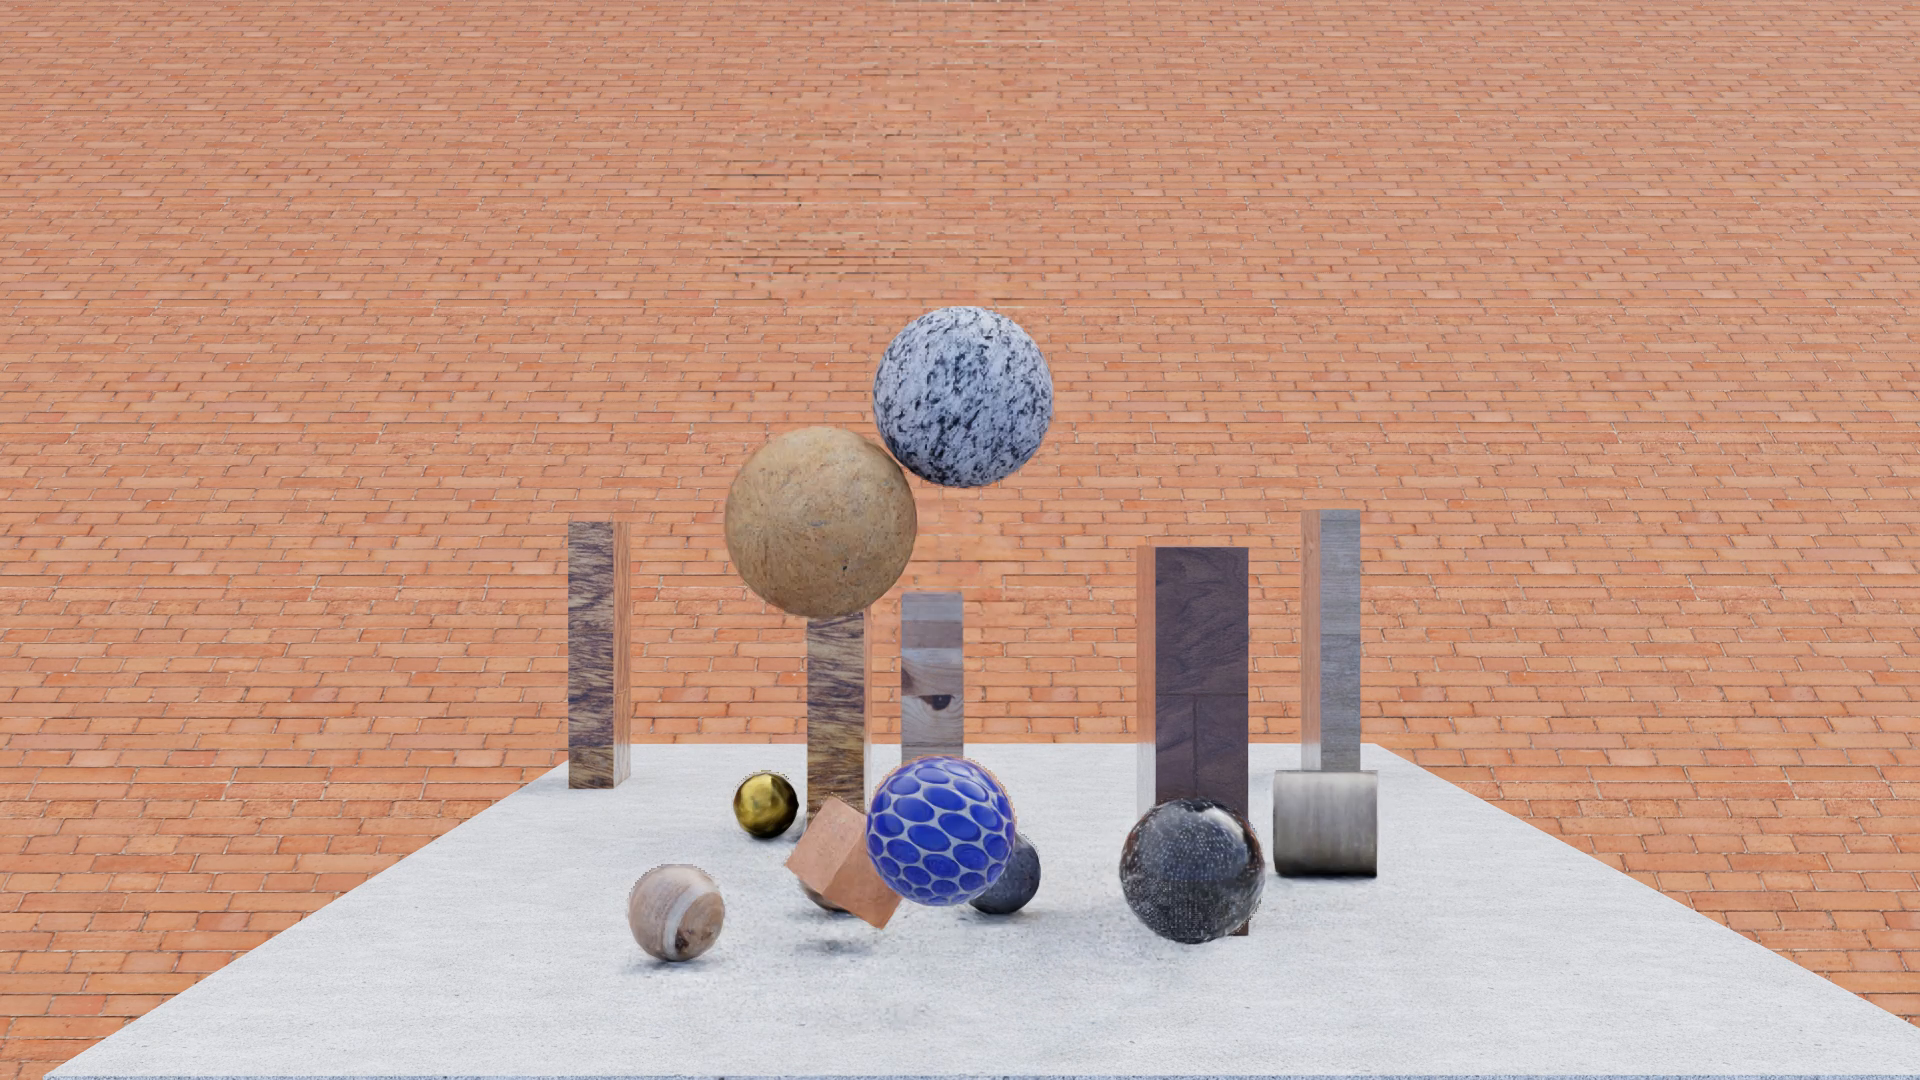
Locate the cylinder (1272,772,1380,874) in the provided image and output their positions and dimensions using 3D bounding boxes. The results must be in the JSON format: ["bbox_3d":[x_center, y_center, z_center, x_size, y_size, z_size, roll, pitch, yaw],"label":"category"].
[{"bbox_3d":[0.588,0.453,4.145,0.162,0.162,0.162,-1,28,11],"label":"cylinder"}]

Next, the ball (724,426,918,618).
[{"bbox_3d":[-0.136,-0.018,2.530,0.189,0.189,0.189,0,29,0],"label":"ball"}]

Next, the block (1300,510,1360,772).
[{"bbox_3d":[0.826,0.229,5.774,0.086,0.595,0.325,0,0,0],"label":"block"}]

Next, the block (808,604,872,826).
[{"bbox_3d":[-0.220,0.264,4.774,0.101,0.537,0.408,0,0,0],"label":"block"}]

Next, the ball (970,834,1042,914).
[{"bbox_3d":[0.055,0.478,3.719,0.122,0.122,0.122,0,29,0],"label":"ball"}]

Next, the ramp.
[{"bbox_3d":[0.065,0.584,4.631,2.000,0.100,4.000,0,0,0],"label":"ramp"}]

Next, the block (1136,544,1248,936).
[{"bbox_3d":[0.330,0.274,3.711,0.127,0.530,0.373,0,0,0],"label":"block"}]

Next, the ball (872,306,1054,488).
[{"bbox_3d":[0.003,-0.142,2.560,0.180,0.180,0.180,0,29,0],"label":"ball"}]

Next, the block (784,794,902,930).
[{"bbox_3d":[-0.139,0.430,3.455,0.113,0.113,0.113,36,-5,-33],"label":"block"}]

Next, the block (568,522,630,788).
[{"bbox_3d":[-0.785,0.244,5.640,0.096,0.569,0.292,0,0,0],"label":"block"}]

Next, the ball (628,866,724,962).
[{"bbox_3d":[-0.364,0.480,3.318,0.123,0.123,0.123,0,29,0],"label":"ball"}]

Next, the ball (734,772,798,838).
[{"bbox_3d":[-0.348,0.475,4.632,0.116,0.116,0.116,0,29,0],"label":"ball"}]

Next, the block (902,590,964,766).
[{"bbox_3d":[-0.043,0.311,4.176,0.098,0.451,0.292,0,0,0],"label":"block"}]

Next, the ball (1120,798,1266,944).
[{"bbox_3d":[0.308,0.438,3.429,0.193,0.193,0.193,0,29,0],"label":"ball"}]

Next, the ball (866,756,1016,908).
[{"bbox_3d":[-0.023,0.340,3.018,0.175,0.175,0.175,0,29,0],"label":"ball"}]

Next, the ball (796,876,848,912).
[{"bbox_3d":[-0.170,0.470,3.745,0.138,0.138,0.138,0,29,0],"label":"ball"}]
